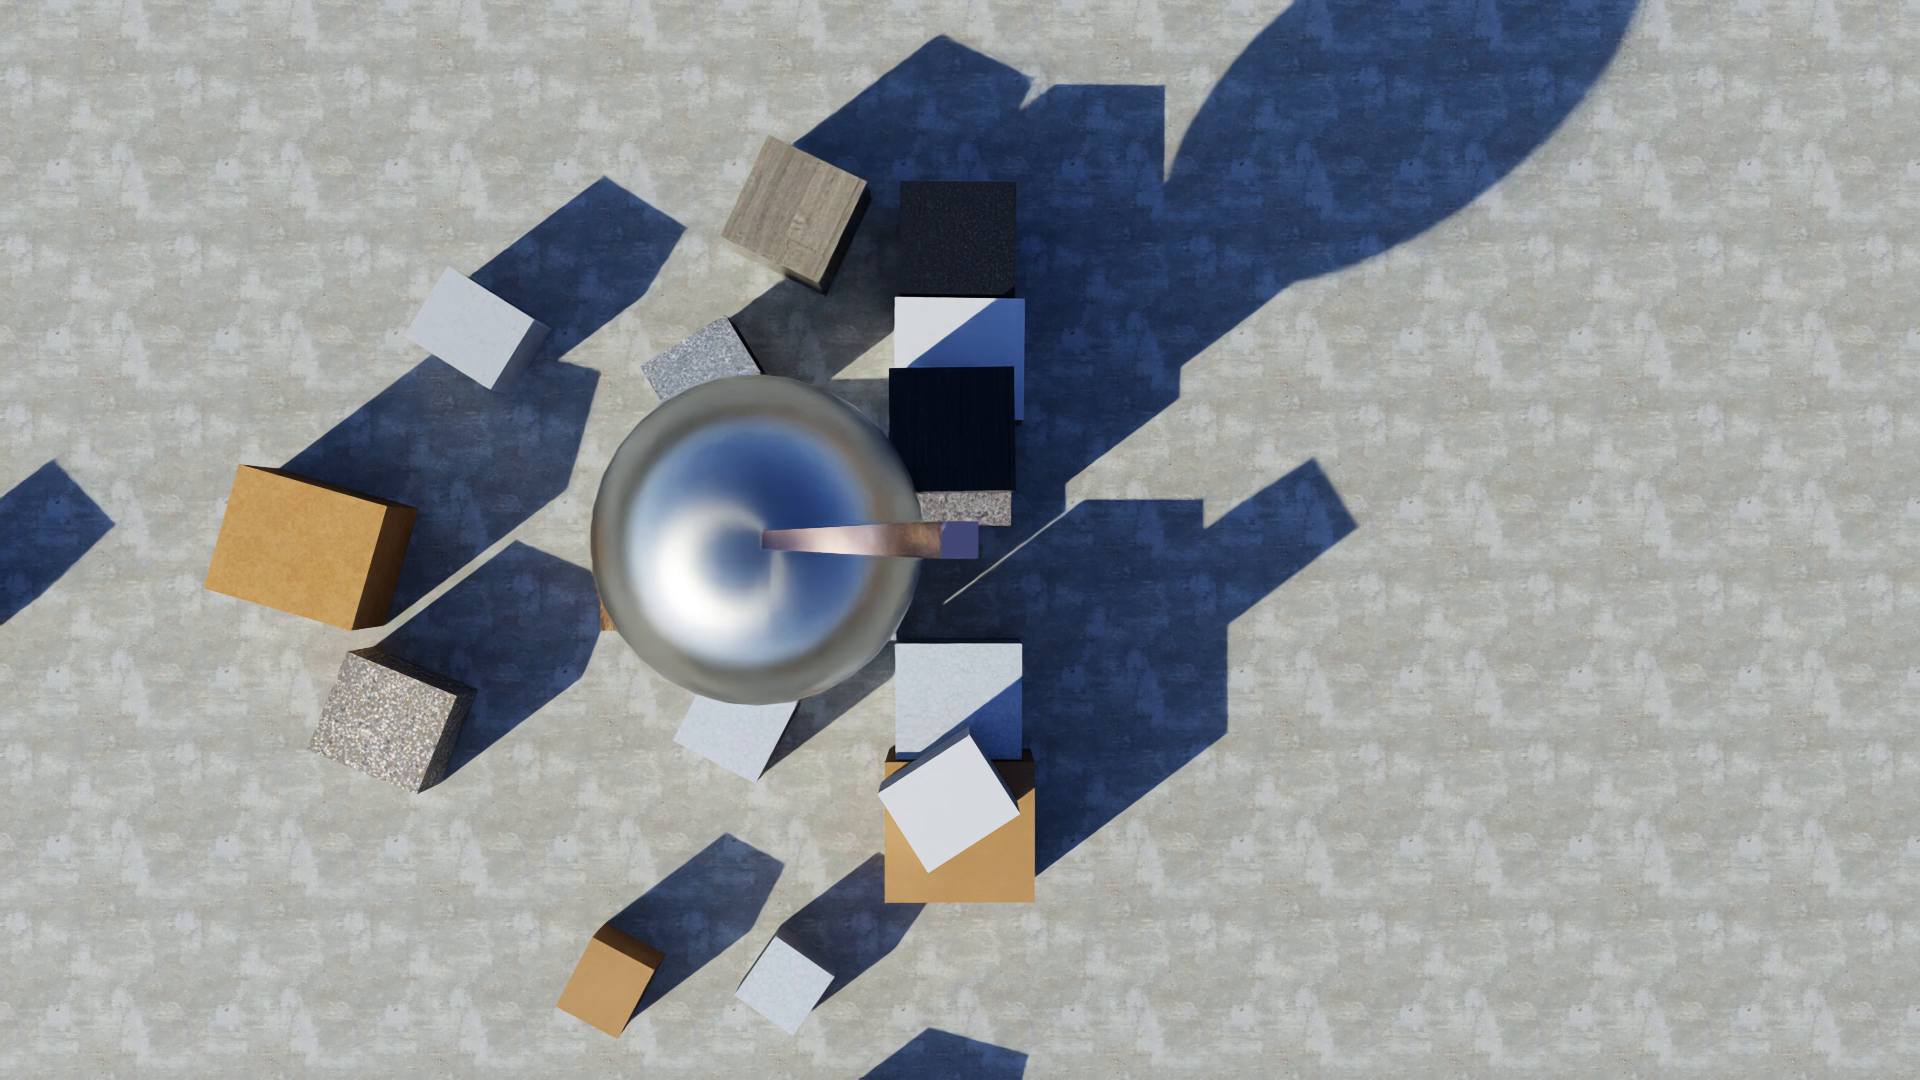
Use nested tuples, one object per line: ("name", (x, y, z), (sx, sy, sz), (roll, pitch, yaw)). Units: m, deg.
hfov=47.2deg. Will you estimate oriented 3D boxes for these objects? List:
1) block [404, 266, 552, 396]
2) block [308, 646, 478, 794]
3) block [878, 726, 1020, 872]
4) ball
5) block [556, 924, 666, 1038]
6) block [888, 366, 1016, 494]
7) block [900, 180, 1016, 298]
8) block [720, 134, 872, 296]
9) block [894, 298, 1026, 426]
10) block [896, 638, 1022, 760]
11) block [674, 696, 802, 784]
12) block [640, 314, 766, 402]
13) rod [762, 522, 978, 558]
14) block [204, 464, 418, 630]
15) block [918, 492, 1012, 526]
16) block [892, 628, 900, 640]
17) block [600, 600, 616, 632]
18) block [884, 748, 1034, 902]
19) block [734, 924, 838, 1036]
("block", (-2.783, -1.204, 12.733), (0.579, 0.534, 0.470), (32, 90, 0))
("block", (-3.271, 1.035, 12.718), (0.671, 0.563, 0.602), (22, 90, 0))
("block", (-0.059, 1.397, 11.928), (0.578, 0.583, 0.497), (-33, 90, 0))
("ball", (-0.973, 0.000, 10.597), (1.600, 1.600, 1.600), (0, 90, 0))
("block", (-2.022, 2.552, 12.762), (0.401, 0.477, 0.446), (28, 90, 0))
("block", (-0.042, -0.593, 12.034), (0.671, 0.575, 0.662), (-1, 90, 0))
("block", (-0.012, -1.702, 12.700), (0.652, 0.599, 0.642), (1, 90, 0))
("block", (-0.935, -1.861, 12.680), (0.614, 0.640, 0.632), (25, 90, 0))
("block", (-0.004, -1.023, 12.689), (0.732, 0.621, 0.681), (1, 90, 0))
("block", (-0.007, 0.902, 12.634), (0.705, 0.732, 0.647), (0, 90, 0))
("block", (-1.258, 1.003, 12.711), (0.528, 0.577, 0.568), (27, 90, 0))
("block", (-1.410, -0.872, 12.699), (0.564, 0.602, 0.593), (-32, 90, 0))
("rod", (-0.422, 0.000, 7.242), (0.080, 5.200, 0.080), (0, 90, -9))
("block", (-3.712, 0.041, 12.639), (0.858, 0.722, 0.721), (16, 90, 0))
("block", (-0.008, -0.380, 12.661), (0.594, 0.679, 0.592), (1, 90, 0))
("block", (-0.726, 0.248, 12.671), (0.734, 0.658, 0.640), (-1, 90, 0))
("block", (-1.637, 0.167, 12.651), (0.757, 0.698, 0.679), (-1, 90, 0))
("block", (-0.001, 1.625, 12.610), (0.833, 0.780, 0.780), (0, 90, 0))
("block", (-1.008, 2.559, 12.807), (0.411, 0.385, 0.414), (35, 90, 0))
